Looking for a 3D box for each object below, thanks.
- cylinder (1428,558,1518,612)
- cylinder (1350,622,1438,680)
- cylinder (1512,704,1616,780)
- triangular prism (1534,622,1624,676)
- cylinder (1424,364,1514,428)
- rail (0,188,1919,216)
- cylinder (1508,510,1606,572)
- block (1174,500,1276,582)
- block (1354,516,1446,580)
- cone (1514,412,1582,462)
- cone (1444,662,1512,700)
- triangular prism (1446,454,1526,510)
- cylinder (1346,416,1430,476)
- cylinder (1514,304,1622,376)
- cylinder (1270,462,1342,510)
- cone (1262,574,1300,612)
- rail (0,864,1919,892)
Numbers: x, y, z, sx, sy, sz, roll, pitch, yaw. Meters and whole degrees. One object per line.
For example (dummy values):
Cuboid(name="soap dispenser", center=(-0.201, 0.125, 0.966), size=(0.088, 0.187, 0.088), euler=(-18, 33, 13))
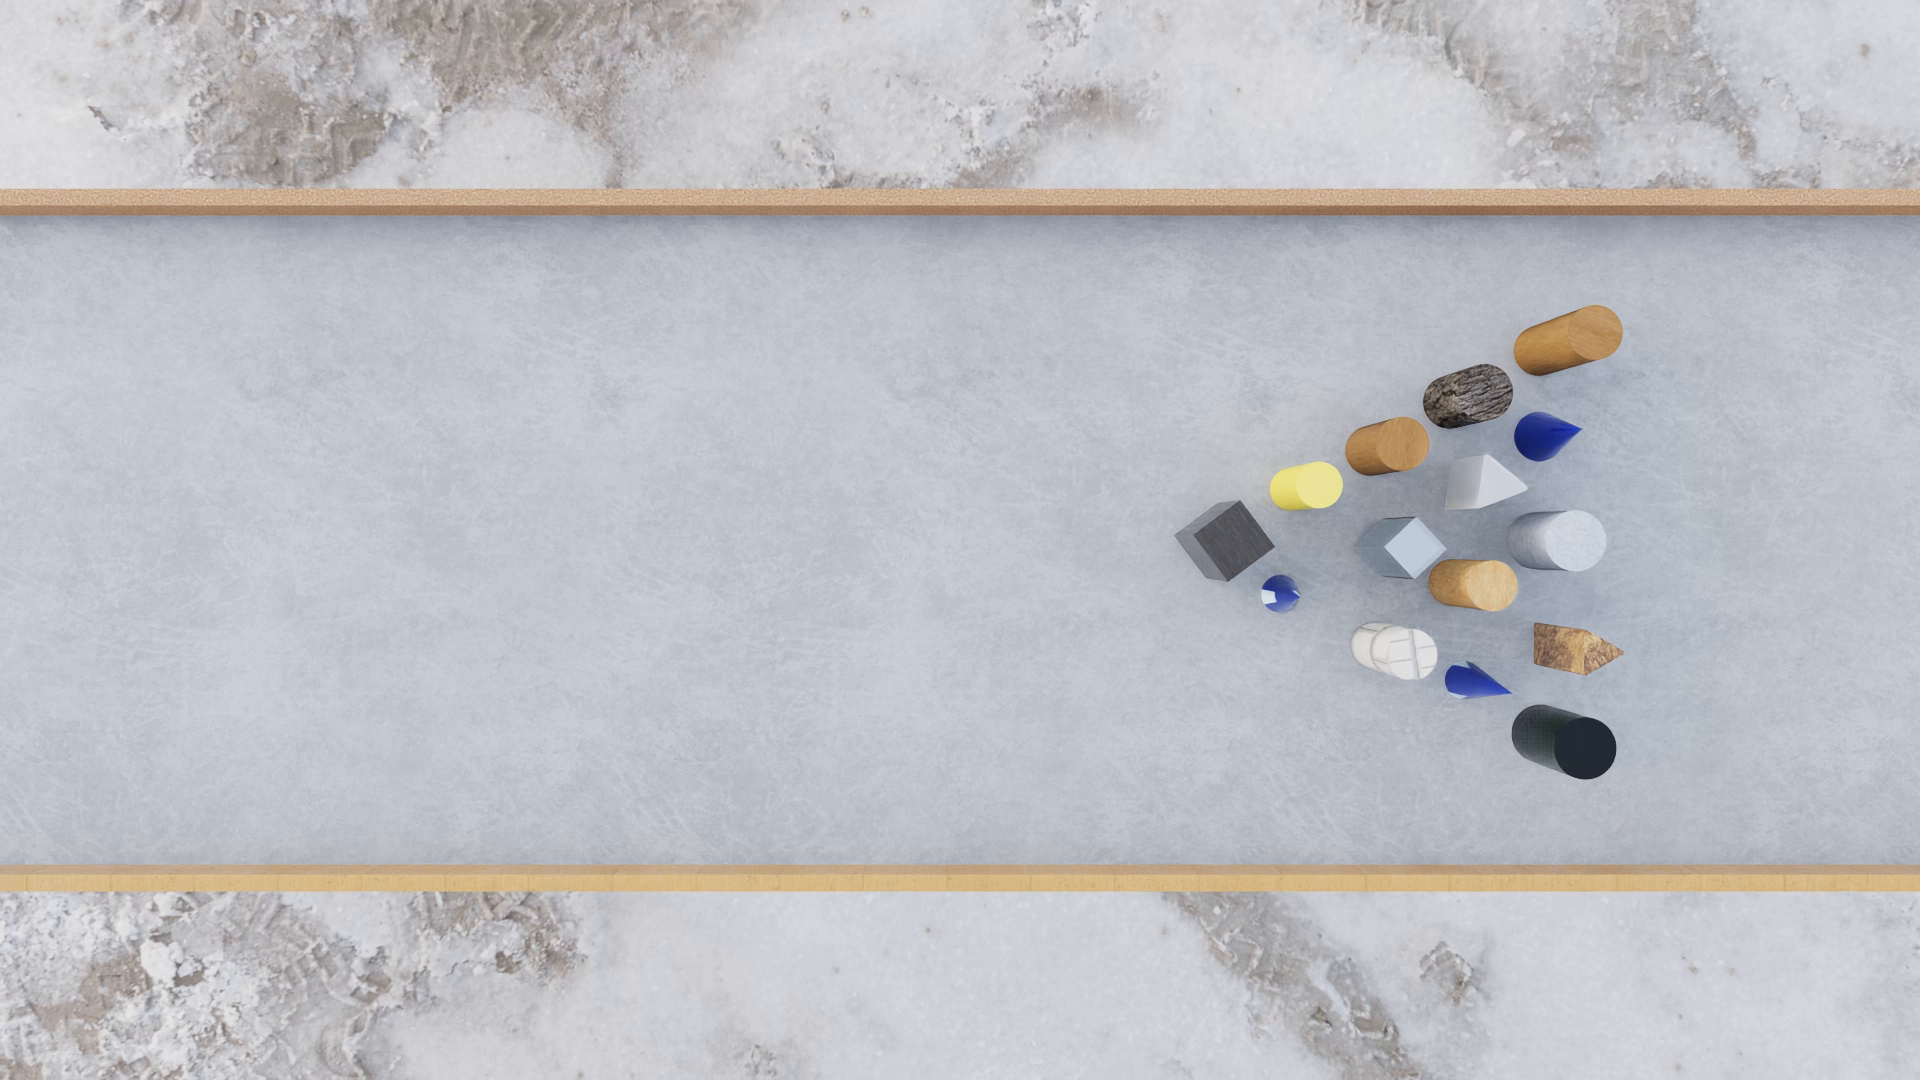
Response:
Cuboid(name="cylinder", center=(1.514, 0.130, 4.882), size=(0.144, 0.389, 0.144), euler=(0, 90, 0))
Cuboid(name="cylinder", center=(1.274, 0.324, 4.864), size=(0.145, 0.425, 0.145), euler=(0, 90, 0))
Cuboid(name="cylinder", center=(1.786, 0.596, 4.894), size=(0.180, 0.365, 0.180), euler=(0, 90, 0))
Cuboid(name="triangular prism", center=(1.797, 0.303, 4.873), size=(0.128, 0.407, 0.111), euler=(-30, 90, 0))
Cuboid(name="cylinder", center=(1.507, -0.424, 4.906), size=(0.164, 0.342, 0.164), euler=(0, 90, 0))
Cuboid(name="rail", center=(-2.247, -1.025, 5.002), size=(12.000, 0.150, 0.050), euler=(0, 90, 0))
Cuboid(name="cylinder", center=(1.772, 0.002, 4.911), size=(0.176, 0.331, 0.176), euler=(0, 90, 0))
Cuboid(name="block", center=(0.774, 0.002, 4.866), size=(0.165, 0.420, 0.165), euler=(-37, 90, 0))
Cuboid(name="block", center=(1.300, 0.023, 4.892), size=(0.127, 0.370, 0.127), euler=(-43, 90, 0))
Cuboid(name="cone", center=(1.782, -0.318, 4.900), size=(0.154, 0.354, 0.154), euler=(0, 90, 0))
Cuboid(name="cone", center=(1.551, 0.431, 4.853), size=(0.118, 0.447, 0.118), euler=(0, 90, 0))
Cuboid(name="triangular prism", center=(1.542, -0.184, 4.917), size=(0.155, 0.320, 0.135), euler=(-21, 90, 0))
Cuboid(name="cylinder", center=(1.263, -0.275, 4.892), size=(0.154, 0.369, 0.154), euler=(0, 90, 0))
Cuboid(name="cylinder", center=(1.782, -0.582, 4.850), size=(0.155, 0.452, 0.155), euler=(0, 90, 0))
Cuboid(name="cylinder", center=(1.020, -0.157, 4.880), size=(0.132, 0.394, 0.132), euler=(0, 90, 0))
Cuboid(name="cone", center=(0.985, 0.165, 4.923), size=(0.116, 0.308, 0.116), euler=(0, 90, 0))
Cuboid(name="rail", center=(-2.247, 1.025, 5.001), size=(12.000, 0.150, 0.050), euler=(0, 90, 0))
